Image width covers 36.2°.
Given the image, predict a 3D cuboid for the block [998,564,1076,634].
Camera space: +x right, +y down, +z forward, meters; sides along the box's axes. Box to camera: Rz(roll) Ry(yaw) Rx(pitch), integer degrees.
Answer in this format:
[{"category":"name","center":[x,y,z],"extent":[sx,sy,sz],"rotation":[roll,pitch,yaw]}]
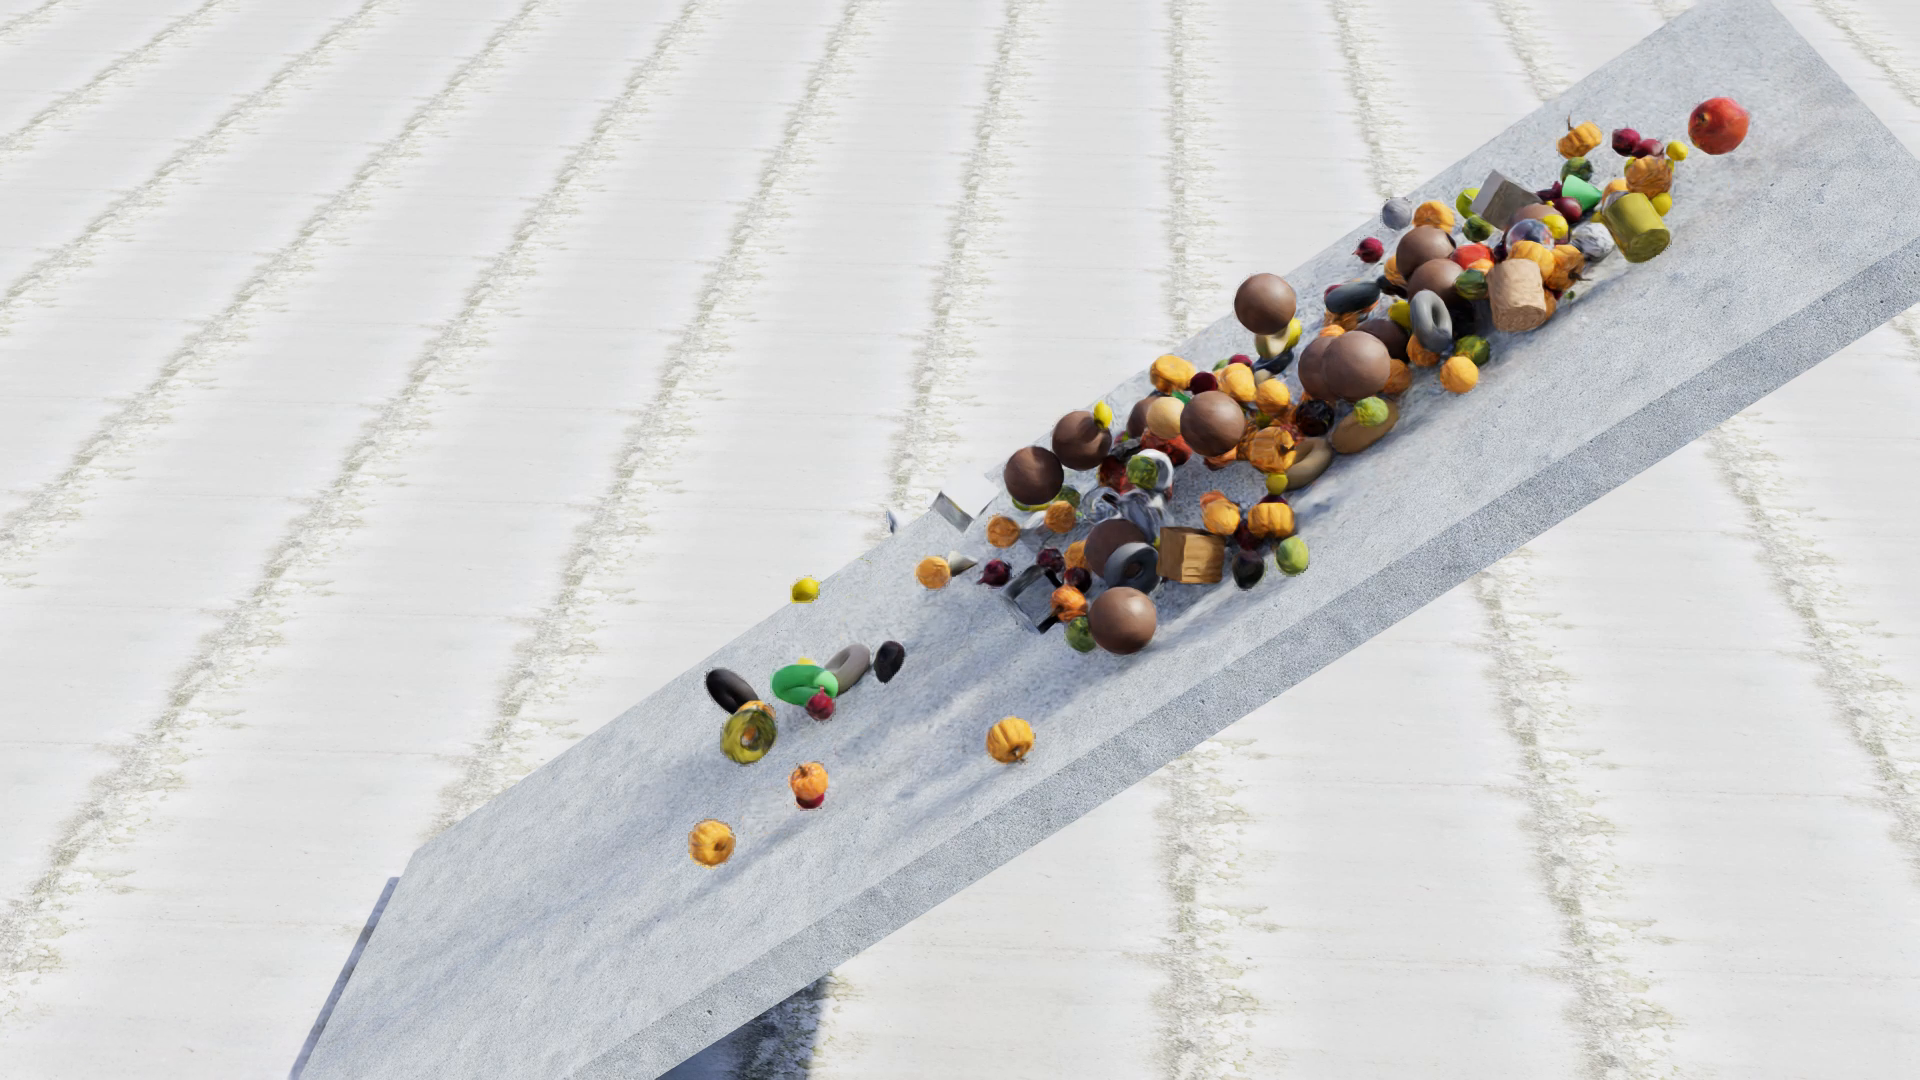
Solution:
[{"category":"block","center":[0.159,0.122,6.039],"extent":[0.098,0.098,0.098],"rotation":[-41,16,-12]}]

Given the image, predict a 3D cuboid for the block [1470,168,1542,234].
[{"category":"block","center":[1.115,-0.687,6.012],"extent":[0.093,0.093,0.093],"rotation":[27,15,-13]}]

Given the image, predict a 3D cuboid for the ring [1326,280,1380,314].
[{"category":"ring","center":[0.824,-0.510,6.166],"extent":[0.120,0.040,0.120],"rotation":[-14,-14,-3]}]

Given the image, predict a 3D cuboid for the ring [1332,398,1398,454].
[{"category":"ring","center":[0.788,-0.222,5.722],"extent":[0.146,0.049,0.146],"rotation":[-35,13,9]}]

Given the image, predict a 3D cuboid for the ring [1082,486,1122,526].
[{"category":"ring","center":[0.304,-0.072,6.241],"extent":[0.095,0.095,0.032],"rotation":[1,38,1]}]

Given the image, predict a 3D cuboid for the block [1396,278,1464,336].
[{"category":"block","center":[0.957,-0.470,5.991],"extent":[0.081,0.081,0.081],"rotation":[-17,29,53]}]

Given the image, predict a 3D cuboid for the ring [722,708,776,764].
[{"category":"ring","center":[-0.466,0.432,6.481],"extent":[0.131,0.131,0.044],"rotation":[-14,26,-31]}]

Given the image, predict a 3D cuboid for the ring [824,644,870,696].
[{"category":"ring","center":[-0.259,0.291,6.565],"extent":[0.146,0.049,0.146],"rotation":[-39,18,15]}]

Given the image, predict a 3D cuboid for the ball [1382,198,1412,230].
[{"category":"ball","center":[0.998,-0.744,6.716],"extent":[0.071,0.071,0.071],"rotation":[0,22,0]}]

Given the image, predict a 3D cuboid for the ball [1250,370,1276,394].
[{"category":"ball","center":[0.654,-0.341,6.354],"extent":[0.054,0.054,0.054],"rotation":[0,22,0]}]

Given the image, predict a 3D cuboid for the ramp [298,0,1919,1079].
[{"category":"ramp","center":[0.133,0.176,6.313],"extent":[4.000,0.100,2.000],"rotation":[-33,16,16]}]

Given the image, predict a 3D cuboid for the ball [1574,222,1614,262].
[{"category":"ball","center":[1.231,-0.579,5.716],"extent":[0.076,0.076,0.076],"rotation":[0,22,0]}]

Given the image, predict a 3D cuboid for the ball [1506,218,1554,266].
[{"category":"ball","center":[1.098,-0.571,5.663],"extent":[0.094,0.094,0.094],"rotation":[0,22,0]}]

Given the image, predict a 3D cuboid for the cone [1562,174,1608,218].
[{"category":"cone","center":[1.282,-0.697,5.974],"extent":[0.088,0.088,0.088],"rotation":[6,21,36]}]

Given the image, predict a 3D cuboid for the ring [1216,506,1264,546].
[{"category":"ring","center":[0.547,-0.027,5.725],"extent":[0.106,0.035,0.106],"rotation":[-34,15,10]}]

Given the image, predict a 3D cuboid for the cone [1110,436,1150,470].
[{"category":"cone","center":[0.379,-0.162,6.273],"extent":[0.092,0.092,0.092],"rotation":[-20,12,4]}]

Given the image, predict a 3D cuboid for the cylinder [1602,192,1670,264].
[{"category":"cylinder","center":[1.273,-0.587,5.535],"extent":[0.094,0.094,0.094],"rotation":[-8,53,-20]}]

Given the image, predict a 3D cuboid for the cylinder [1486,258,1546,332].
[{"category":"cylinder","center":[1.021,-0.448,5.396],"extent":[0.098,0.098,0.098],"rotation":[-2,65,-4]}]

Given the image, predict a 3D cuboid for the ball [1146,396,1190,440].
[{"category":"ball","center":[0.427,-0.251,6.041],"extent":[0.089,0.089,0.089],"rotation":[0,22,0]}]

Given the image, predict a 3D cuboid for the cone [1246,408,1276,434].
[{"category":"cone","center":[0.620,-0.261,6.157],"extent":[0.060,0.060,0.060],"rotation":[33,18,-12]}]

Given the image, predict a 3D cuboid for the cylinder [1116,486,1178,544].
[{"category":"cylinder","center":[0.381,-0.054,6.011],"extent":[0.098,0.098,0.098],"rotation":[-25,10,4]}]

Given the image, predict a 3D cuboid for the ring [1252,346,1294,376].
[{"category":"ring","center":[0.686,-0.389,6.458],"extent":[0.101,0.034,0.101],"rotation":[-32,17,11]}]

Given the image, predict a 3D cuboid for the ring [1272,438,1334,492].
[{"category":"ring","center":[0.672,-0.148,5.772],"extent":[0.139,0.046,0.139],"rotation":[-35,16,12]}]

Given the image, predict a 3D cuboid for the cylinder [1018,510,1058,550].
[{"category":"cylinder","center":[0.171,-0.022,6.490],"extent":[0.063,0.063,0.063],"rotation":[16,49,34]}]

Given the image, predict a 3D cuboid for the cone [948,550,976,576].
[{"category":"cone","center":[0.012,0.054,6.693],"extent":[0.061,0.061,0.061],"rotation":[0,20,21]}]

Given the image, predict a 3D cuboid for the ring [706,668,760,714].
[{"category":"ring","center":[-0.519,0.353,6.736],"extent":[0.148,0.148,0.049],"rotation":[20,59,40]}]

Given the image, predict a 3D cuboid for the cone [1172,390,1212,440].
[{"category":"cone","center":[0.470,-0.252,6.250],"extent":[0.099,0.099,0.099],"rotation":[29,2,-1]}]

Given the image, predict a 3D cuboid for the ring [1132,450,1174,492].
[{"category":"ring","center":[0.390,-0.140,5.960],"extent":[0.093,0.093,0.031],"rotation":[-13,-11,-29]}]

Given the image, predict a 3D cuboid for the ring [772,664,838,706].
[{"category":"ring","center":[-0.340,0.319,6.457],"extent":[0.149,0.149,0.050],"rotation":[1,62,3]}]

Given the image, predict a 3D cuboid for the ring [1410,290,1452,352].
[{"category":"ring","center":[0.907,-0.421,5.662],"extent":[0.042,0.126,0.126],"rotation":[-17,10,34]}]

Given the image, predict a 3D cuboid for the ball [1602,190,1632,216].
[{"category":"ball","center":[1.298,-0.648,5.768],"extent":[0.075,0.075,0.075],"rotation":[0,22,0]}]

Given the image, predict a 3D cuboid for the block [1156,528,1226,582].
[{"category":"block","center":[0.440,0.028,5.601],"extent":[0.090,0.090,0.090],"rotation":[1,9,-29]}]

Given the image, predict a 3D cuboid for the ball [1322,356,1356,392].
[{"category":"ball","center":[0.767,-0.335,5.950],"extent":[0.072,0.072,0.072],"rotation":[0,22,0]}]

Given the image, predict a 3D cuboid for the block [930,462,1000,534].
[{"category":"block","center":[0.011,-0.089,6.263],"extent":[0.092,0.092,0.092],"rotation":[42,65,2]}]

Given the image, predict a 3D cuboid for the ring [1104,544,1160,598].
[{"category":"ring","center":[0.340,0.061,5.773],"extent":[0.120,0.120,0.040],"rotation":[-6,26,-14]}]

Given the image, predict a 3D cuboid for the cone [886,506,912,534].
[{"category":"cone","center":[-0.170,-0.061,7.598],"extent":[0.067,0.067,0.067],"rotation":[-33,17,12]}]

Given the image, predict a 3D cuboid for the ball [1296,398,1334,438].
[{"category":"ball","center":[0.711,-0.245,5.896],"extent":[0.077,0.077,0.077],"rotation":[0,22,0]}]
